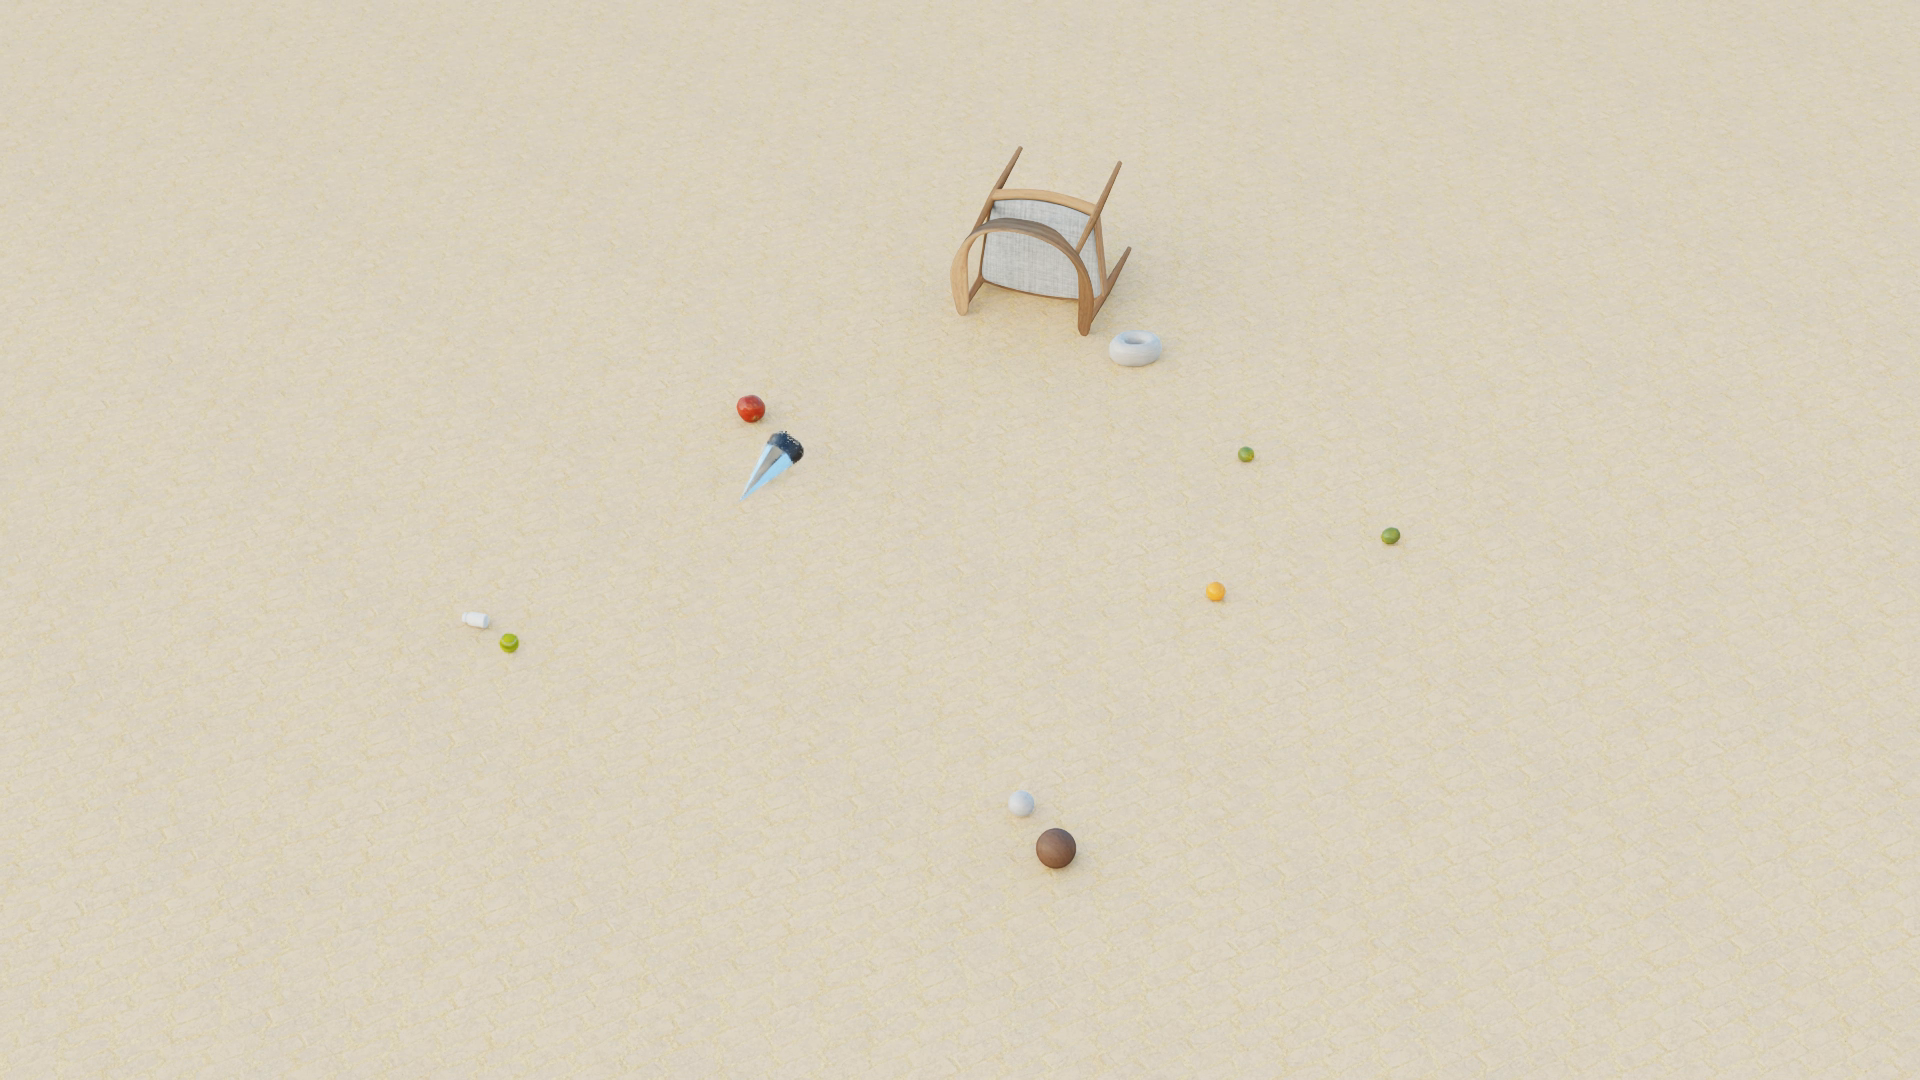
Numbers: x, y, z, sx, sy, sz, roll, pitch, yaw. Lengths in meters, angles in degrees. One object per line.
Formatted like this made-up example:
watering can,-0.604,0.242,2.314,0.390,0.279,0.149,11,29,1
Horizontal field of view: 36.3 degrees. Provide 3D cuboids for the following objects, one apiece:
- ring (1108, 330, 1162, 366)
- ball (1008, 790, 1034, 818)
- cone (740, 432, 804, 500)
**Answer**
ring,0.721,-0.787,12.048,0.226,0.101,0.170,-9,36,-15
ball,0.200,0.860,9.560,0.088,0.088,0.088,0,33,0
cone,-0.757,-0.252,11.265,0.162,0.138,0.345,9,45,33
